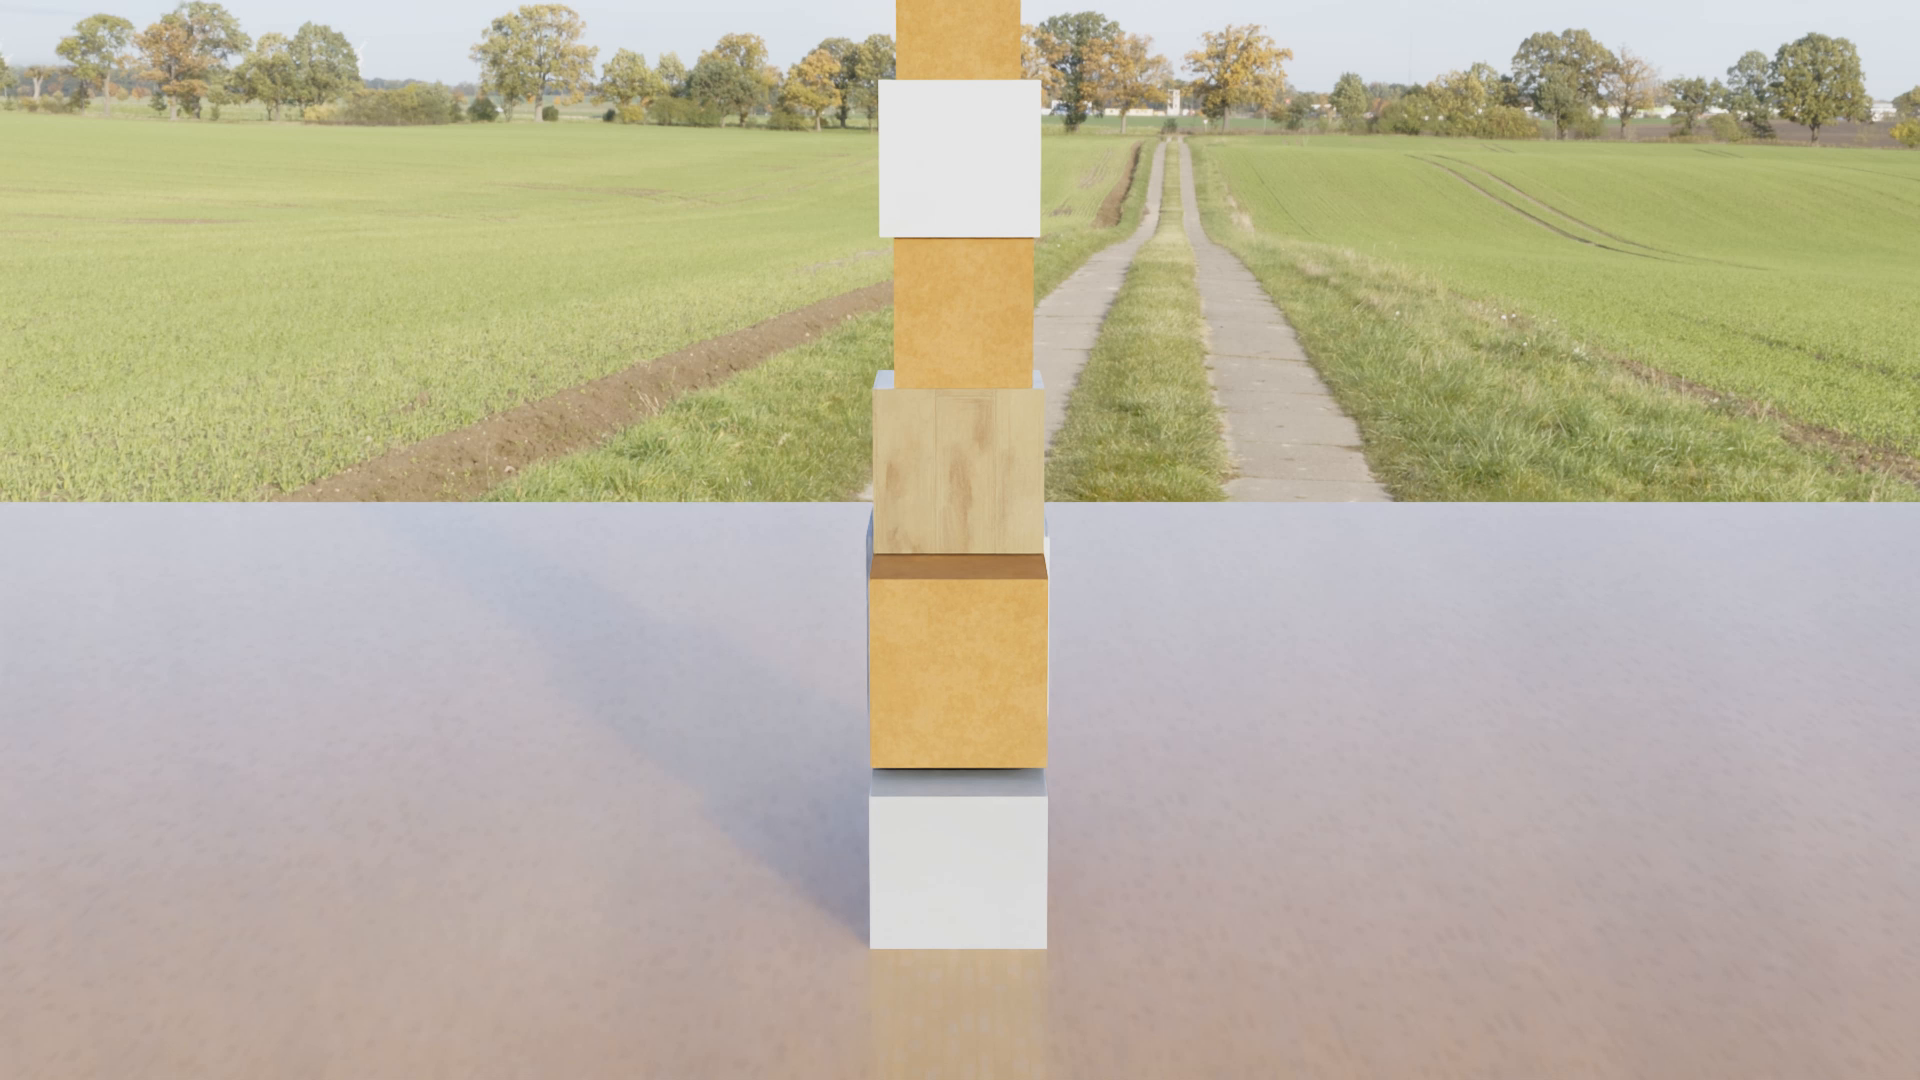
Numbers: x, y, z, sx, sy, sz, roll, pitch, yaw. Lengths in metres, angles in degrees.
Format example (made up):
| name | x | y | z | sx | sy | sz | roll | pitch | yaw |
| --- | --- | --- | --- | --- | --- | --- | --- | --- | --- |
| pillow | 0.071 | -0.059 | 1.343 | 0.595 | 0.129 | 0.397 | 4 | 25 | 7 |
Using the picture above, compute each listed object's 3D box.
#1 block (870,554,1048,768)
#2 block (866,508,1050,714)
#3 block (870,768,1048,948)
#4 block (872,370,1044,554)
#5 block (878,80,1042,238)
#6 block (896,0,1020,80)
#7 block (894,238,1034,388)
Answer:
| name | x | y | z | sx | sy | sz | roll | pitch | yaw |
| --- | --- | --- | --- | --- | --- | --- | --- | --- | --- |
| block | -0.005 | 0.463 | 10.858 | 0.724 | 0.789 | 0.857 | 0 | 11 | 0 |
| block | -0.010 | 0.308 | 11.677 | 0.803 | 0.795 | 0.775 | 0 | 10 | 0 |
| block | -0.006 | 1.279 | 10.740 | 0.719 | 0.640 | 0.754 | 0 | 10 | 0 |
| block | -0.005 | -0.349 | 11.116 | 0.719 | 0.699 | 0.677 | 0 | 10 | 0 |
| block | 0.000 | -1.627 | 10.881 | 0.665 | 0.640 | 0.670 | 0 | 10 | 0 |
| block | -0.006 | -2.188 | 10.778 | 0.513 | 0.500 | 0.548 | 0 | 10 | 0 |
| block | 0.016 | -1.003 | 10.996 | 0.581 | 0.630 | 0.611 | 0 | 10 | 0 |
